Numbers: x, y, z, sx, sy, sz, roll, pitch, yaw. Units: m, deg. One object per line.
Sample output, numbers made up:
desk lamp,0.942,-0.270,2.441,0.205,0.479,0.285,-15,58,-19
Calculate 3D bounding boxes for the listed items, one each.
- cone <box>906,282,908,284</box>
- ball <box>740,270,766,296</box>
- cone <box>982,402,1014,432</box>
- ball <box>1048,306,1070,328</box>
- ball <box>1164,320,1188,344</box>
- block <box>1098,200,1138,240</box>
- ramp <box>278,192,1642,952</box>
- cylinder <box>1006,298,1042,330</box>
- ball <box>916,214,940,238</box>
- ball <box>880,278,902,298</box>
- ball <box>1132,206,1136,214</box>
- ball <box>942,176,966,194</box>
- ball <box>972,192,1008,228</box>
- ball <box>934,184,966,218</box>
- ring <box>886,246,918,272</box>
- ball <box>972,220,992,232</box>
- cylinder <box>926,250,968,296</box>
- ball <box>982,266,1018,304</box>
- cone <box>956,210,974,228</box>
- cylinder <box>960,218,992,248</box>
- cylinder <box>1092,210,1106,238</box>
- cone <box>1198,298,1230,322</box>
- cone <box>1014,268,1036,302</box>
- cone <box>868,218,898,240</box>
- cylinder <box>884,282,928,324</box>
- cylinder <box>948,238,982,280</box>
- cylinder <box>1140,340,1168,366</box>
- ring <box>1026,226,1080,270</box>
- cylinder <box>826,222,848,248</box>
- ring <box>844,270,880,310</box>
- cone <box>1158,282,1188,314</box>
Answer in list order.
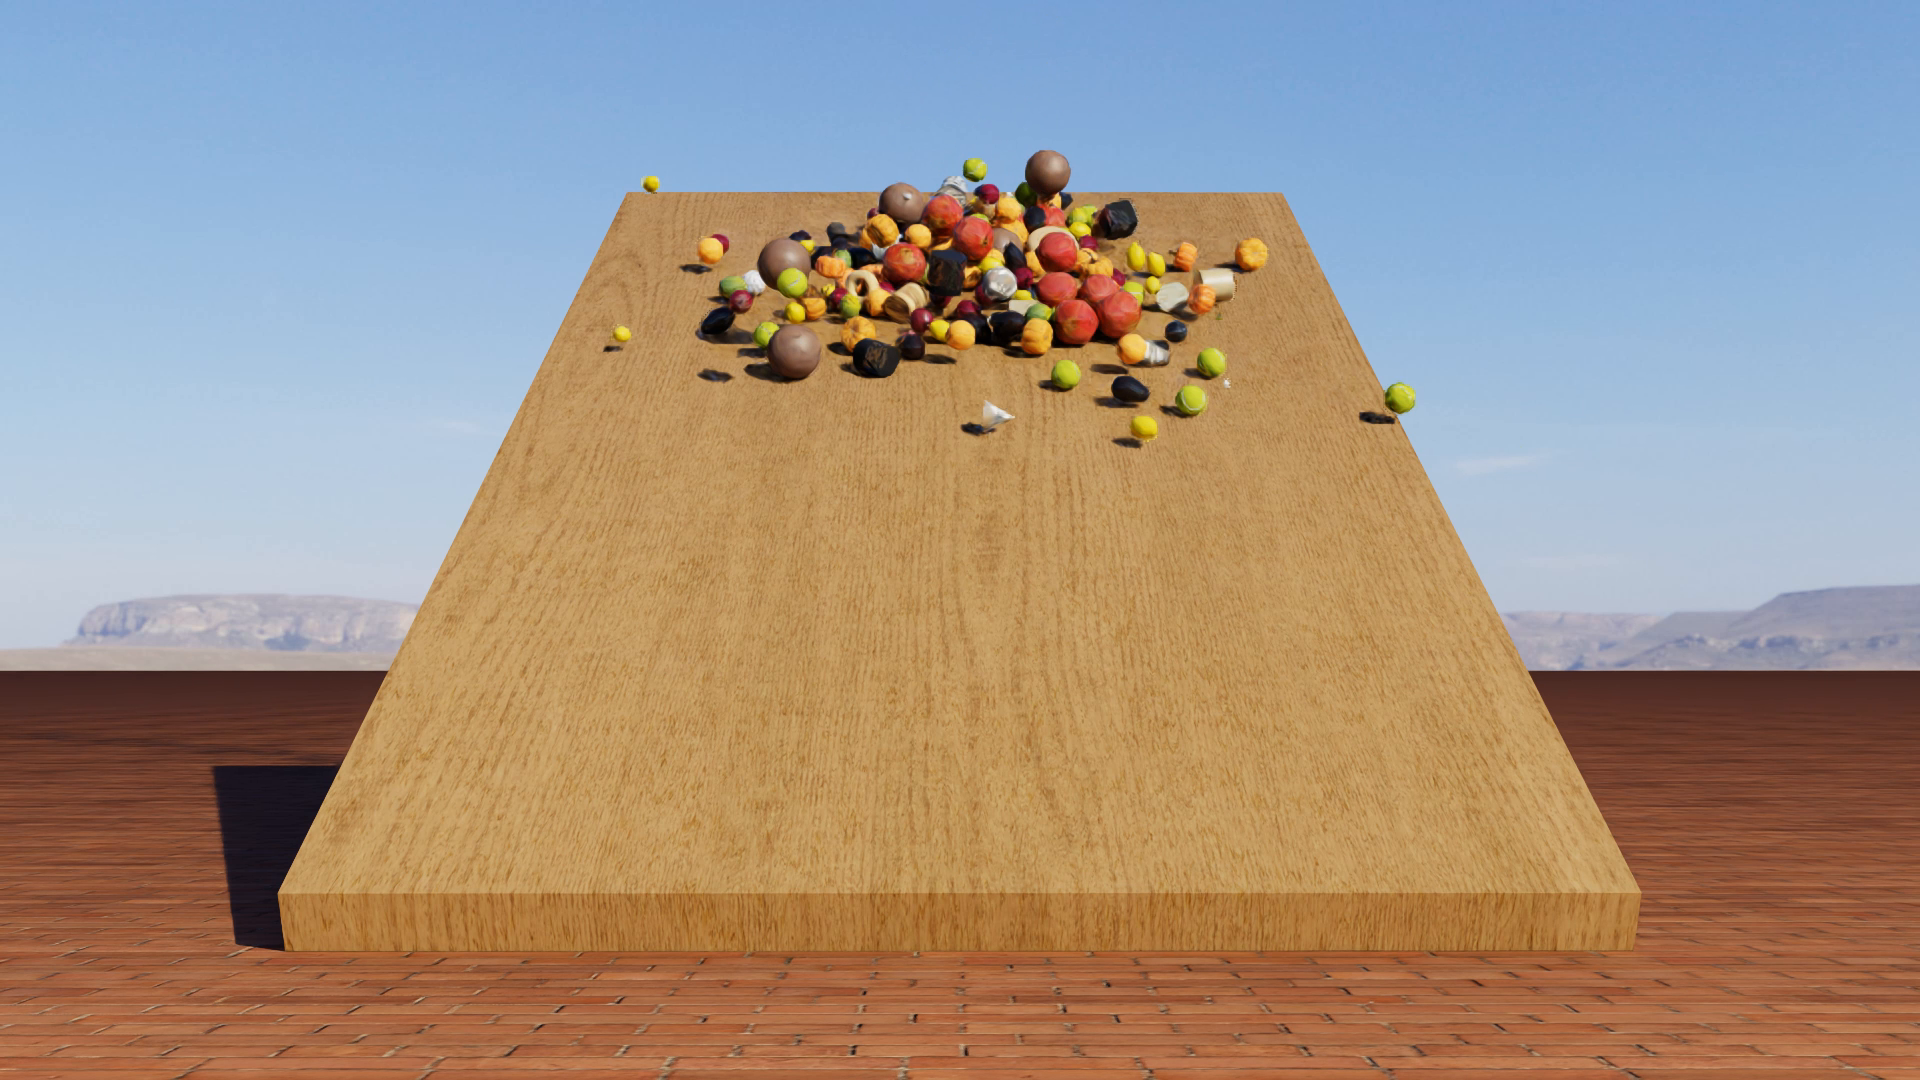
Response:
cone,-0.154,-0.610,5.967,0.084,0.084,0.084,-29,-5,3
ball,-0.543,-0.674,6.079,0.066,0.066,0.066,0,-3,0
cone,0.090,-0.273,5.137,0.069,0.069,0.069,3,-3,8
ball,0.251,-0.559,5.831,0.055,0.055,0.055,0,-3,0
ball,0.515,-0.496,5.525,0.054,0.054,0.054,0,-3,0
block,0.440,-0.888,6.436,0.073,0.073,0.073,-13,-24,-23
ramp,-0.007,-0.226,5.252,2.000,0.100,4.000,0,23,0
cylinder,0.162,-0.569,5.830,0.072,0.072,0.072,15,1,17
ball,-0.089,-0.886,6.529,0.071,0.071,0.071,0,-3,0
ball,-0.180,-0.658,6.057,0.056,0.056,0.056,0,-3,0
ball,0.467,-0.933,6.667,0.082,0.082,0.082,0,-3,0
ball,-0.017,-1.059,6.965,0.076,0.076,0.076,0,-3,0
ball,0.084,-0.933,6.540,0.100,0.100,0.100,0,-3,0
ball,-0.027,-0.960,6.561,0.093,0.093,0.093,0,-3,0
ring,-0.159,-0.763,6.286,0.098,0.033,0.098,-32,15,10
ball,0.065,-0.897,6.609,0.060,0.060,0.060,0,-3,0
cylinder,-0.034,-0.677,5.872,0.094,0.094,0.094,8,24,-4
ball,0.100,-0.642,5.827,0.092,0.092,0.092,0,-3,0
cone,0.005,-0.923,6.608,0.055,0.055,0.055,25,7,22
cylinder,0.044,-0.833,6.318,0.063,0.063,0.063,-29,-1,-4
cylinder,0.402,-0.897,6.580,0.057,0.057,0.057,2,-43,2
cone,0.651,-0.571,5.898,0.080,0.080,0.080,-6,-5,-1
cone,0.176,-0.649,6.056,0.089,0.089,0.089,-26,-30,-16
cone,-0.201,-0.867,6.513,0.084,0.084,0.084,-15,8,-42
cylinder,-0.137,-0.603,5.884,0.079,0.079,0.079,-3,27,40
cylinder,-0.001,-0.751,6.192,0.084,0.084,0.084,3,-49,-47
cylinder,0.466,-0.449,5.564,0.062,0.062,0.062,-2,-3,-4
ring,0.254,-0.798,6.339,0.149,0.149,0.050,1,-37,-11
cylinder,-0.341,-0.848,6.439,0.052,0.052,0.052,-13,-40,-11
ring,-0.253,-0.646,5.968,0.101,0.101,0.034,-2,5,30
cone,0.546,-0.633,5.986,0.082,0.082,0.082,0,15,-2
